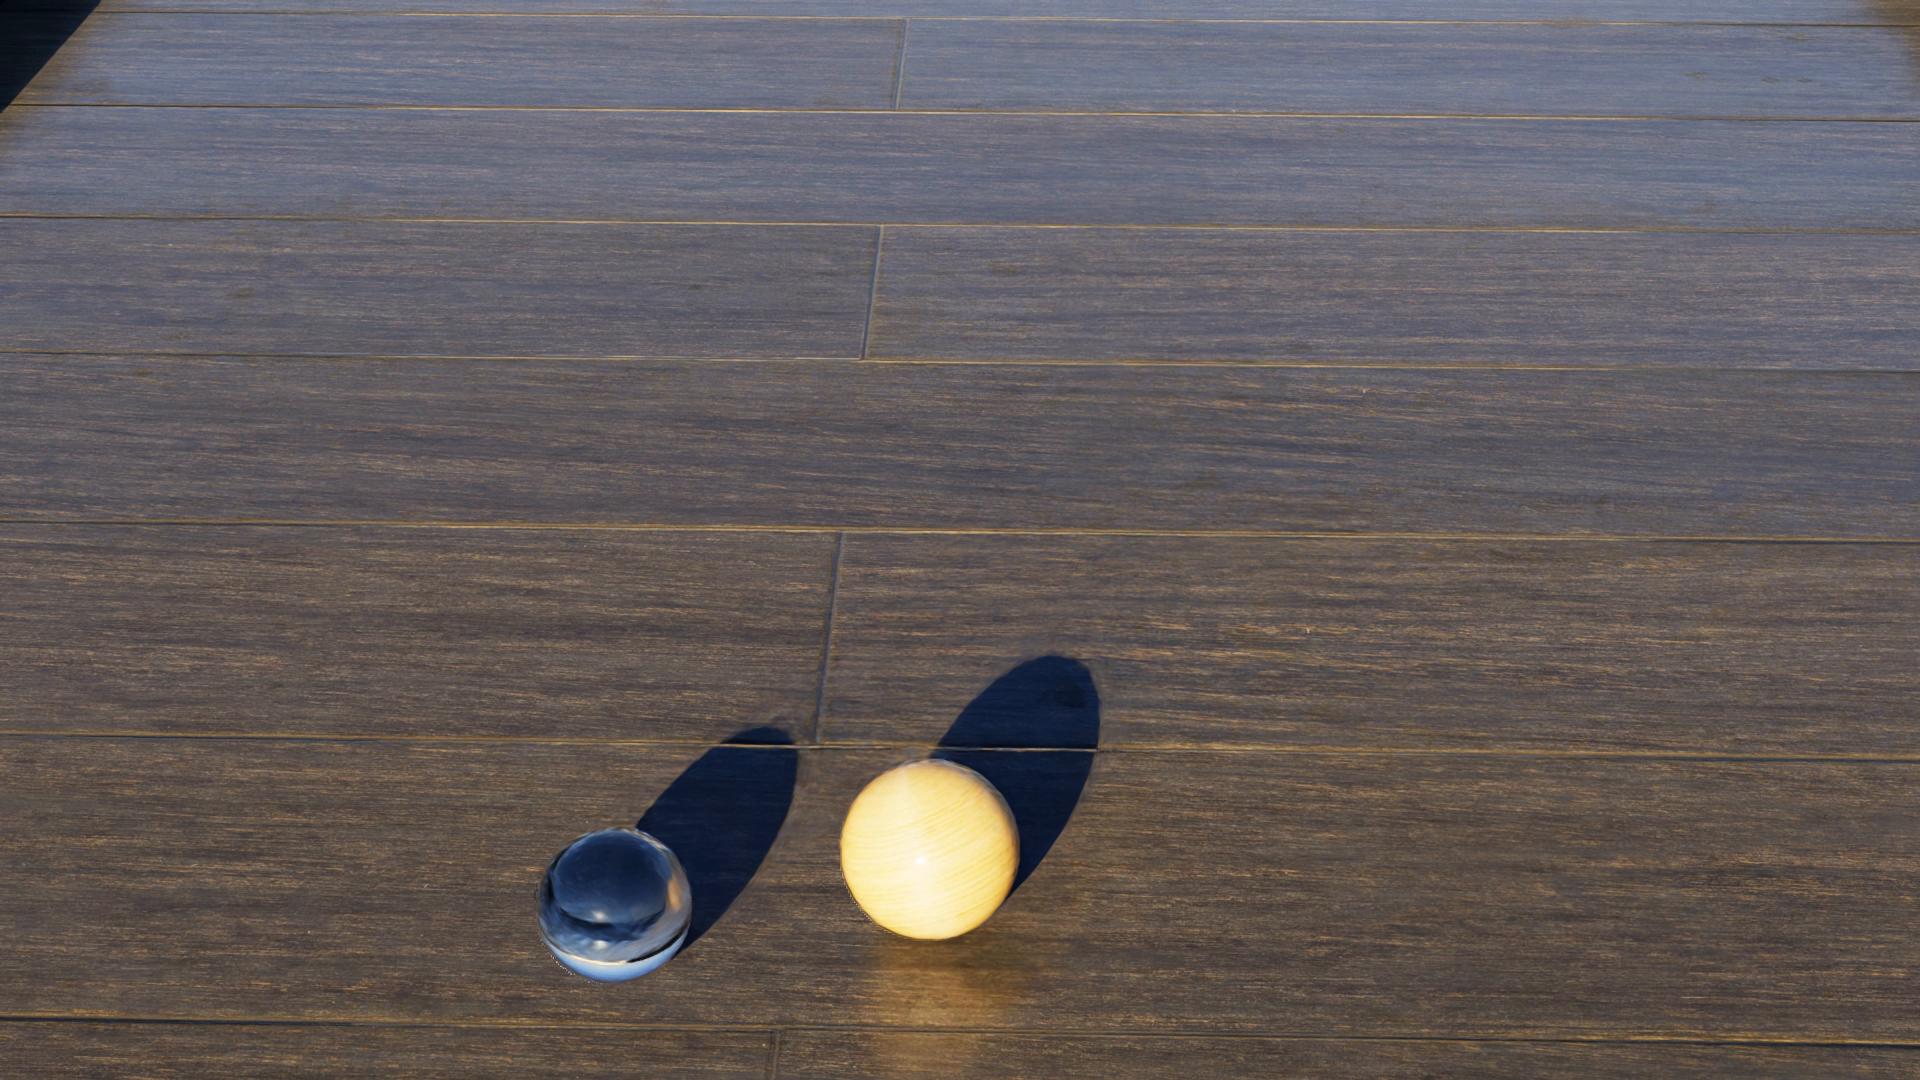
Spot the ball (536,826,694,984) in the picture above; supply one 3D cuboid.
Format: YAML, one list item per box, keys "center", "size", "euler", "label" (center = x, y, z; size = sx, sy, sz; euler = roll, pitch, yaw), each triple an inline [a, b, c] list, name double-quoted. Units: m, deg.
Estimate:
- center: [-0.166, 0.176, 1.418]
  size: [0.075, 0.075, 0.075]
  euler: [0, 28, 0]
  label: "ball"

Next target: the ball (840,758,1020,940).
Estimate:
- center: [-0.014, 0.152, 1.447]
  size: [0.089, 0.089, 0.089]
  euler: [0, 28, 0]
  label: "ball"

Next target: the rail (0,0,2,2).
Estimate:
- center: [-0.879, -0.437, 2.504]
  size: [0.045, 0.117, 3.449]
  euler: [1, 28, 1]
  label: "rail"
